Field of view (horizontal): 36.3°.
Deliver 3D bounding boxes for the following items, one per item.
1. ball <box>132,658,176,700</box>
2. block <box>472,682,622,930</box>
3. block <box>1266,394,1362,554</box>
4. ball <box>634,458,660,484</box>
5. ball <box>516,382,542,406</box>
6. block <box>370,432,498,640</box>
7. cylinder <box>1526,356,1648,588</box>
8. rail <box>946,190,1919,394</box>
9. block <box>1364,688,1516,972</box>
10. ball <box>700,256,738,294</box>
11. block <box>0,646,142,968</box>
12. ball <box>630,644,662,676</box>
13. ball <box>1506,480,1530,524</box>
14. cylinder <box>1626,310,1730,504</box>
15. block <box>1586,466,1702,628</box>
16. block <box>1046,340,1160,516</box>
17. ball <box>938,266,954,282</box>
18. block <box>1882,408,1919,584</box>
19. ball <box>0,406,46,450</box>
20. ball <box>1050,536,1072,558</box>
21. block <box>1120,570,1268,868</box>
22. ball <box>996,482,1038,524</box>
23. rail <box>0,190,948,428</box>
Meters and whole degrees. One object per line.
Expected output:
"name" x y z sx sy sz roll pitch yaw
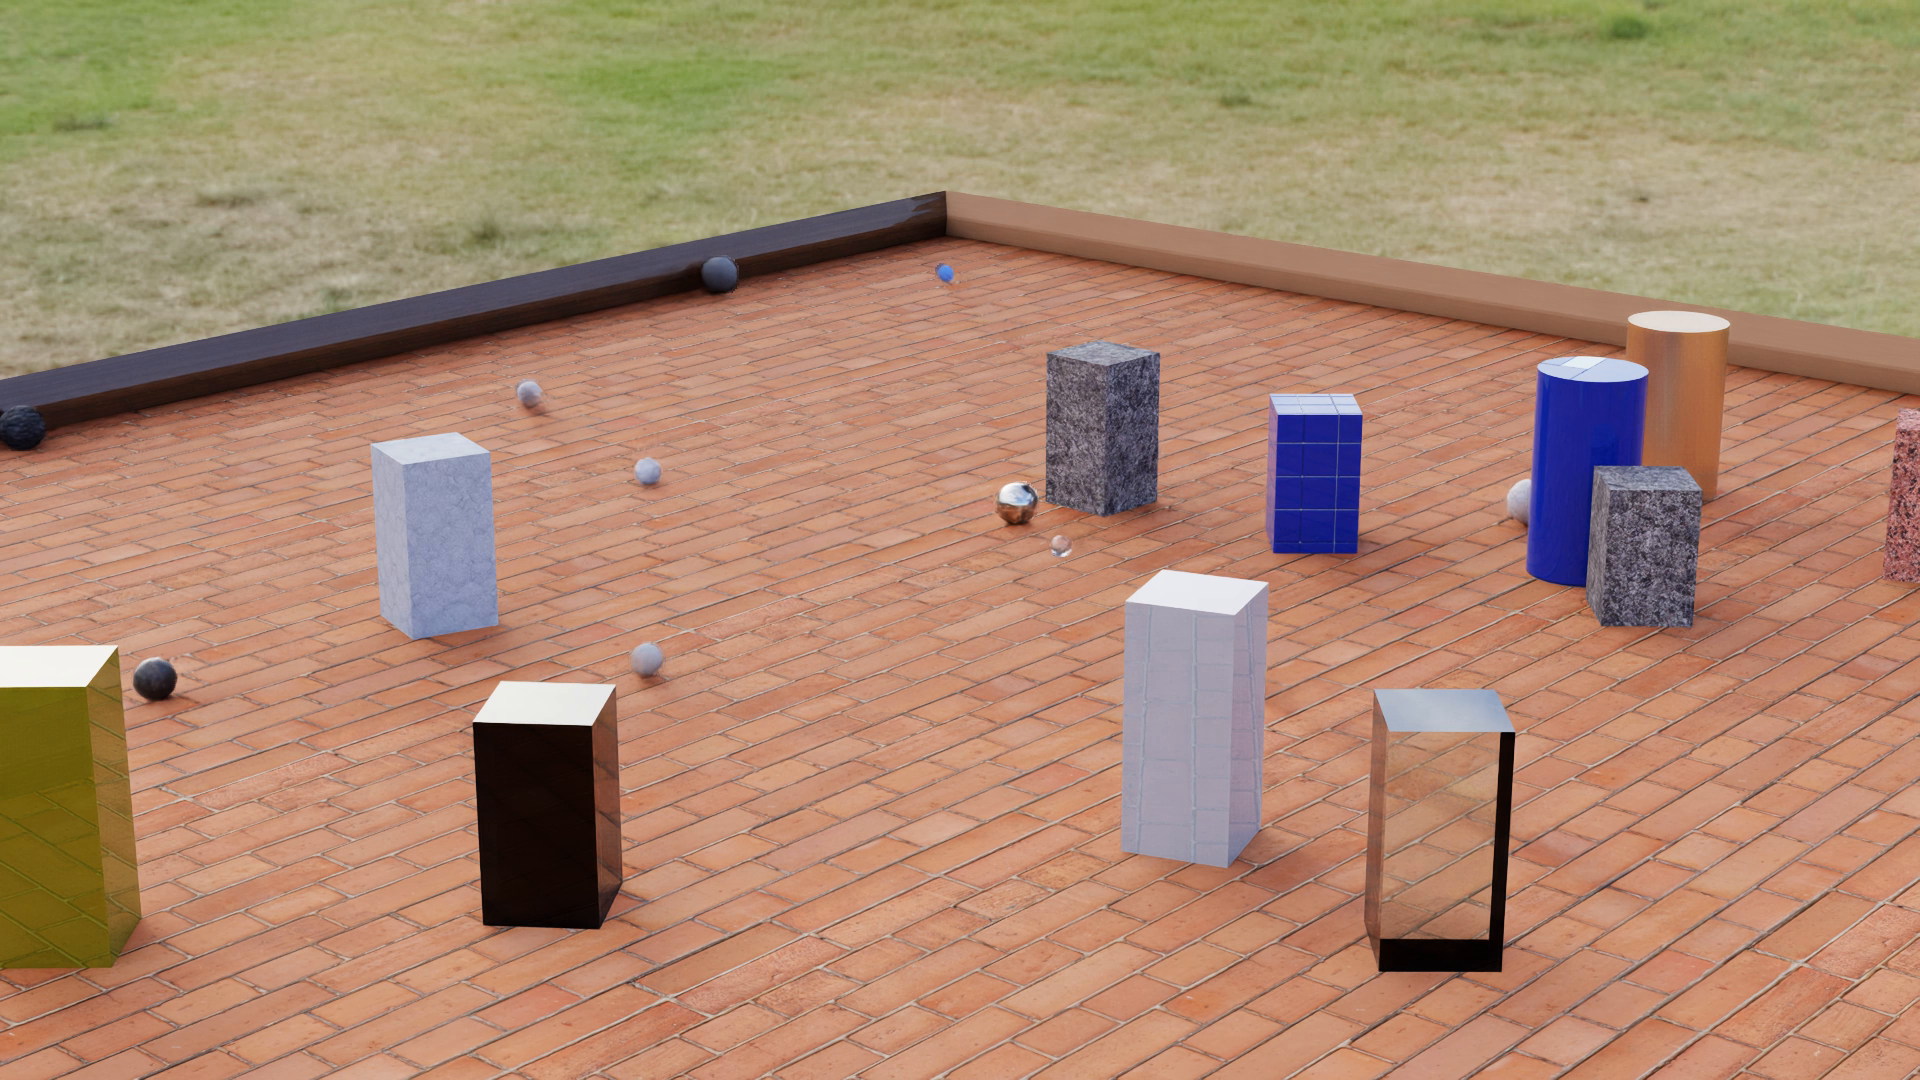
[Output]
"ball" -1.265 0.218 4.605 0.067 0.067 0.067 0 17 0
"block" -0.534 0.344 3.818 0.153 0.280 0.153 1 17 5
"block" 0.650 -0.123 5.396 0.153 0.262 0.153 0 17 0
"ball" -0.618 -0.136 5.804 0.052 0.052 0.052 0 17 0
"ball" -0.940 -0.319 6.402 0.055 0.055 0.055 0 17 0
"block" -0.886 -0.009 4.947 0.153 0.303 0.153 -10 19 -29
"cylinder" 1.111 -0.122 5.200 0.191 0.373 0.191 0 17 0
"rail" 1.608 -0.504 6.893 4.408 0.124 0.045 14 22 39
"block" 0.600 0.364 3.685 0.153 0.319 0.153 0 17 1
"ball" -0.618 -0.680 7.527 0.096 0.096 0.096 0 17 0
"block" -1.140 0.335 3.688 0.153 0.373 0.153 0 17 -1
"ball" -0.505 0.193 4.715 0.052 0.052 0.052 0 17 0
"ball" 1.075 -0.072 5.532 0.086 0.086 0.086 0 17 0
"cylinder" 1.386 -0.257 5.702 0.191 0.343 0.191 0 17 0
"block" 1.163 0.010 4.995 0.153 0.240 0.153 0 17 2
"block" 0.274 -0.216 5.647 0.153 0.296 0.153 16 23 43
"ball" -0.037 -0.697 7.673 0.044 0.044 0.044 0 17 0
"block" 1.735 -0.076 5.215 0.153 0.277 0.153 6 18 18
"ball" -1.934 -0.232 6.049 0.093 0.093 0.093 0 17 0
"ball" 0.184 0.011 5.336 0.040 0.040 0.040 0 17 0
"block" 0.321 0.243 4.014 0.153 0.361 0.153 7 18 22
"ball" 0.107 -0.069 5.533 0.080 0.080 0.080 0 17 0
"rail" -1.646 -0.382 6.489 0.045 0.124 4.953 14 22 39
